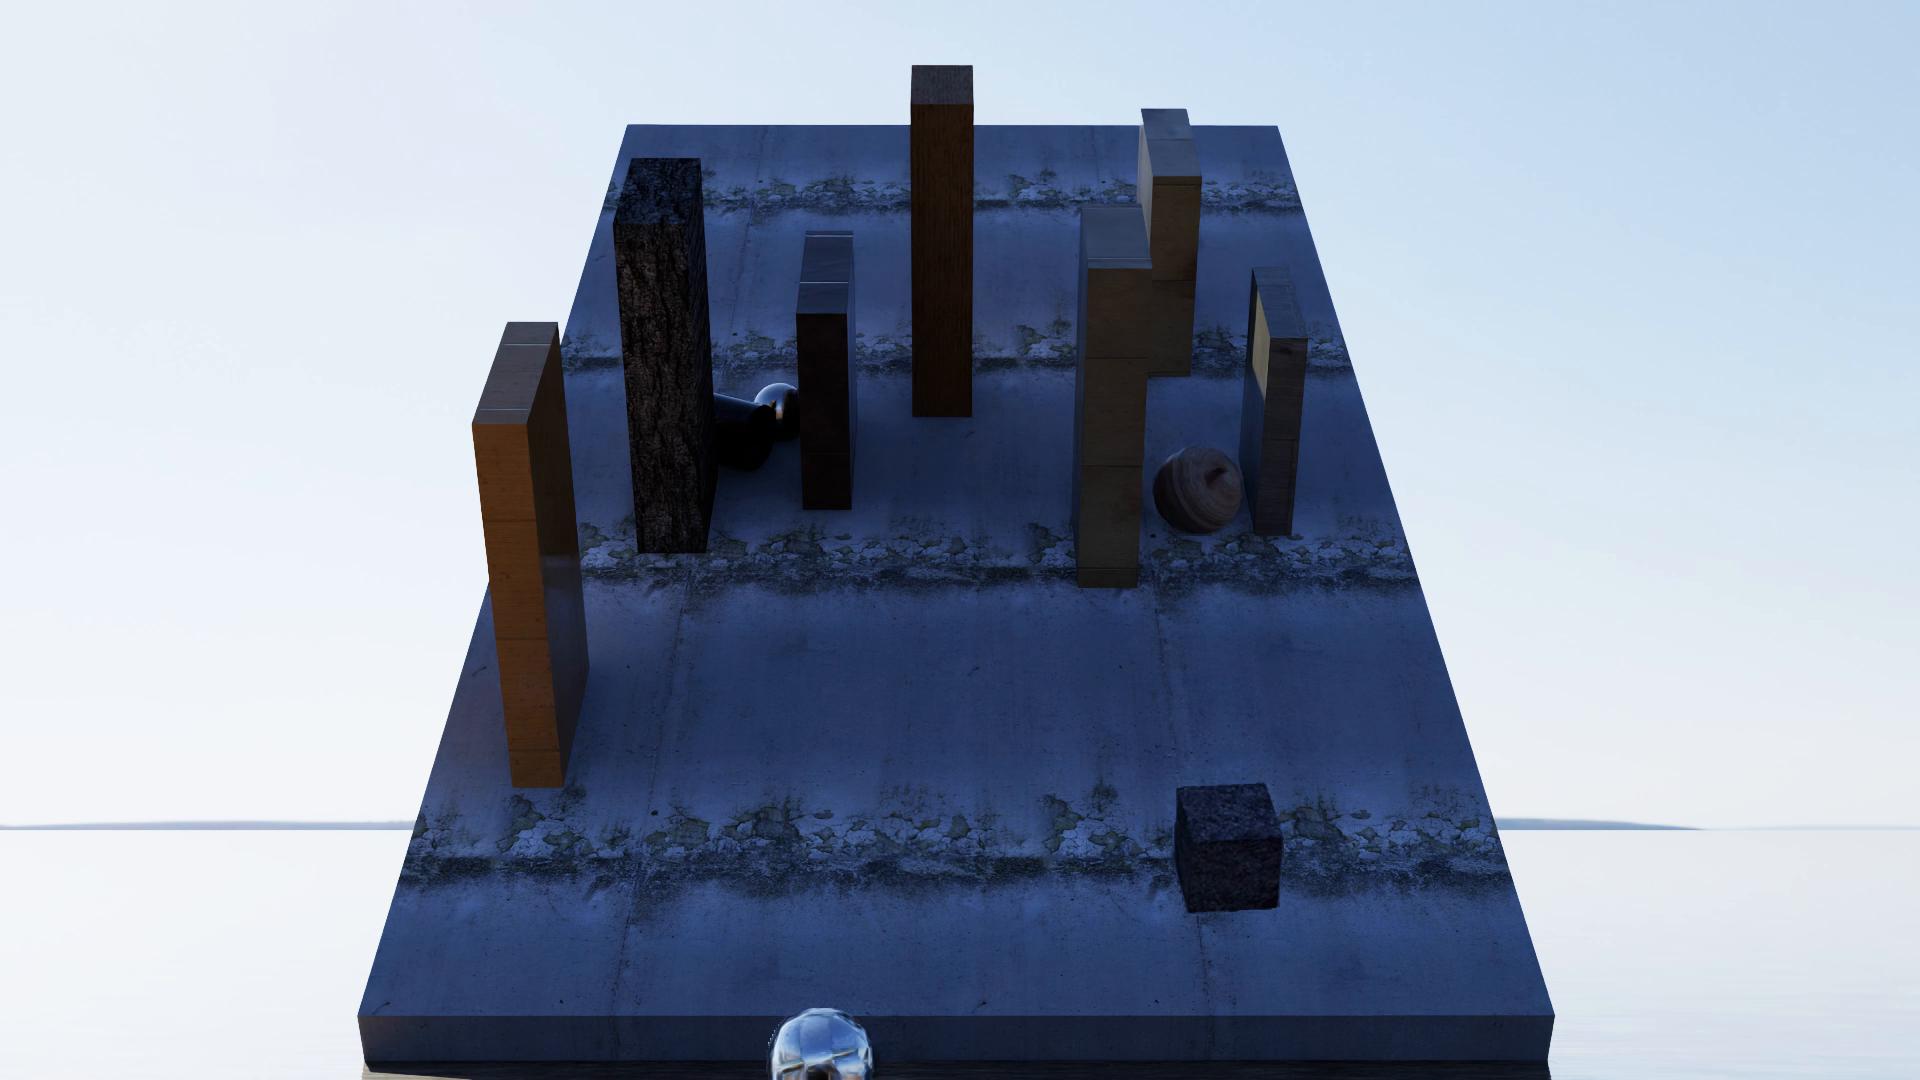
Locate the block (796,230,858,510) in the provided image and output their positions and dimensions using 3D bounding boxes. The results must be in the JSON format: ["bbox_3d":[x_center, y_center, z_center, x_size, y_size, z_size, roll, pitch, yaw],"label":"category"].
[{"bbox_3d":[-0.300,-0.390,5.541,0.109,0.490,0.435,0,31,0],"label":"block"}]

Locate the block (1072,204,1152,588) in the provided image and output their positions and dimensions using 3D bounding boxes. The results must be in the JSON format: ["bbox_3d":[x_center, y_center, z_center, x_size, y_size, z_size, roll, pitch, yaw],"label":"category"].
[{"bbox_3d":[0.316,-0.301,5.149,0.127,0.748,0.322,0,31,0],"label":"block"}]

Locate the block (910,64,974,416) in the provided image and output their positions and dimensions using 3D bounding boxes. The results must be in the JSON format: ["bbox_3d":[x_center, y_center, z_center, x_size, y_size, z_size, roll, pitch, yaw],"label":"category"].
[{"bbox_3d":[-0.042,-0.701,5.764,0.143,0.794,0.252,0,31,0],"label":"block"}]

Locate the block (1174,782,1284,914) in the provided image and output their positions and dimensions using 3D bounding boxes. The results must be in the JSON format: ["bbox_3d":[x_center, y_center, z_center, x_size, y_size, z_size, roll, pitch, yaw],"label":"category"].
[{"bbox_3d":[0.474,0.546,4.319,0.159,0.159,0.159,-3,31,-5],"label":"block"}]

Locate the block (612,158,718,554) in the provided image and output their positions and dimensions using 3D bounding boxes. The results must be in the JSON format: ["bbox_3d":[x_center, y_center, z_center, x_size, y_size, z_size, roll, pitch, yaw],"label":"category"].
[{"bbox_3d":[-0.630,-0.394,5.265,0.147,0.781,0.346,0,31,0],"label":"block"}]

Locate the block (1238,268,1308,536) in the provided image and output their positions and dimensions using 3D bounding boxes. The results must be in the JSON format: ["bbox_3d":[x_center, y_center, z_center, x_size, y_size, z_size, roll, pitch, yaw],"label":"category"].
[{"bbox_3d":[0.694,-0.310,5.416,0.080,0.489,0.352,0,31,0],"label":"block"}]

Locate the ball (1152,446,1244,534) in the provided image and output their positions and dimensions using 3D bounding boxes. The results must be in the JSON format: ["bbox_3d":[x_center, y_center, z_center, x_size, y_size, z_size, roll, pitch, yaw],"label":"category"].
[{"bbox_3d":[0.525,-0.110,5.366,0.198,0.198,0.198,0,-7,0],"label":"ball"}]

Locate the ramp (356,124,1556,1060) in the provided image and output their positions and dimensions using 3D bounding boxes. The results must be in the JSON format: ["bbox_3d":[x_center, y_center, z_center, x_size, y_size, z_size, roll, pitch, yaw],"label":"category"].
[{"bbox_3d":[-0.014,-0.199,5.797,2.000,0.100,4.000,0,31,0],"label":"ramp"}]

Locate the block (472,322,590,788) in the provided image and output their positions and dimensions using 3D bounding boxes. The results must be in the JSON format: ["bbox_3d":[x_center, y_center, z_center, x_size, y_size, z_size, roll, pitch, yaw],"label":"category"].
[{"bbox_3d":[-0.797,0.030,4.564,0.095,0.780,0.401,0,31,0],"label":"block"}]

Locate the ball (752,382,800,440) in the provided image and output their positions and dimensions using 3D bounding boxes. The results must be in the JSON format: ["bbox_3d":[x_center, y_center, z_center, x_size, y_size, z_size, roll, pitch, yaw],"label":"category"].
[{"bbox_3d":[-0.424,-0.303,5.736,0.137,0.137,0.137,0,-7,0],"label":"ball"}]

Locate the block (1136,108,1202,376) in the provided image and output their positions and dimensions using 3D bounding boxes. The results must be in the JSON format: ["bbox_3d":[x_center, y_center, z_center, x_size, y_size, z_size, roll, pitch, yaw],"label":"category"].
[{"bbox_3d":[0.514,-0.748,6.097,0.116,0.534,0.441,0,31,0],"label":"block"}]

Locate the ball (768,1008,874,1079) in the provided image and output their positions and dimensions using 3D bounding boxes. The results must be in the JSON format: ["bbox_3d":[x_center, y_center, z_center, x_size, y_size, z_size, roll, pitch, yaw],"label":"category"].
[{"bbox_3d":[-0.190,0.716,3.342,0.146,0.146,0.146,0,-7,0],"label":"ball"}]

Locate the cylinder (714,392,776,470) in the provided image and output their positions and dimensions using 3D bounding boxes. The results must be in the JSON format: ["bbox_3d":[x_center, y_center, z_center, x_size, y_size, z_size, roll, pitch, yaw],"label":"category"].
[{"bbox_3d":[-0.533,-0.254,5.639,0.155,0.155,0.155,15,-1,23],"label":"cylinder"}]
